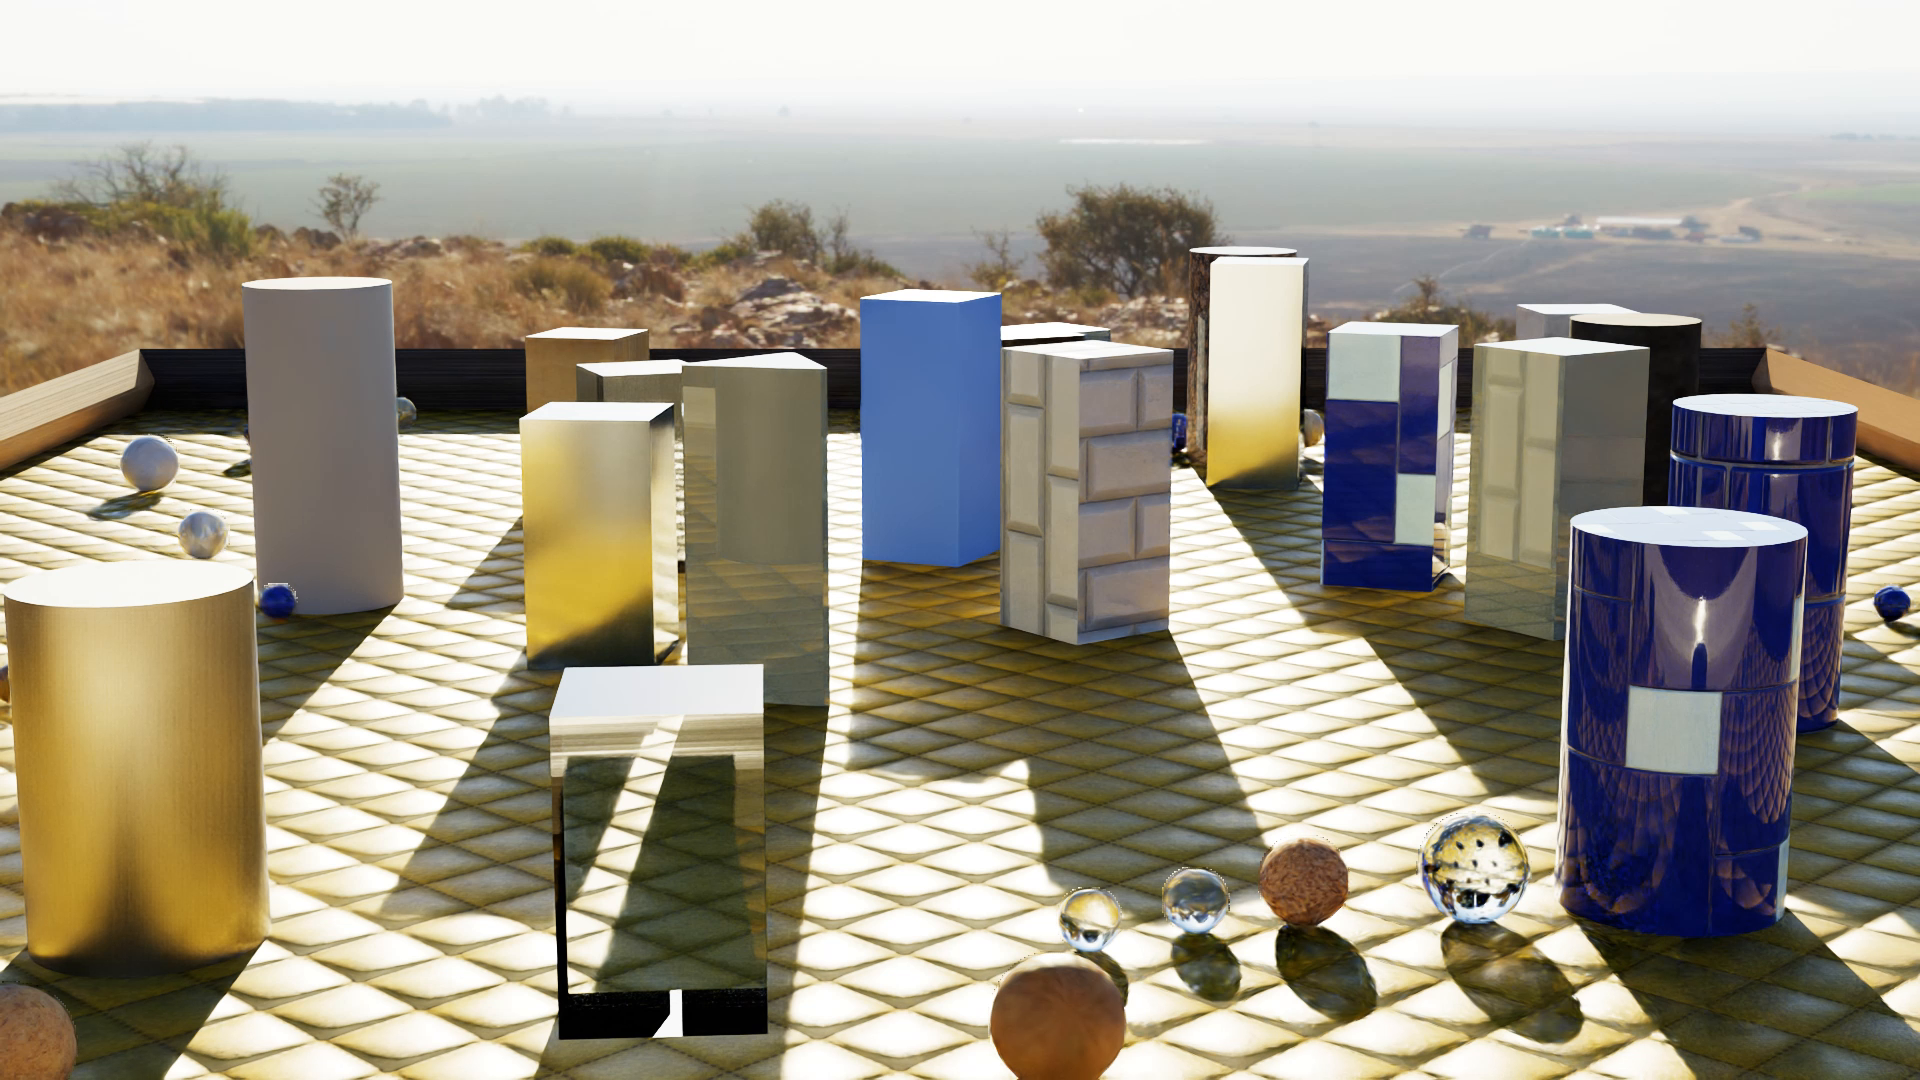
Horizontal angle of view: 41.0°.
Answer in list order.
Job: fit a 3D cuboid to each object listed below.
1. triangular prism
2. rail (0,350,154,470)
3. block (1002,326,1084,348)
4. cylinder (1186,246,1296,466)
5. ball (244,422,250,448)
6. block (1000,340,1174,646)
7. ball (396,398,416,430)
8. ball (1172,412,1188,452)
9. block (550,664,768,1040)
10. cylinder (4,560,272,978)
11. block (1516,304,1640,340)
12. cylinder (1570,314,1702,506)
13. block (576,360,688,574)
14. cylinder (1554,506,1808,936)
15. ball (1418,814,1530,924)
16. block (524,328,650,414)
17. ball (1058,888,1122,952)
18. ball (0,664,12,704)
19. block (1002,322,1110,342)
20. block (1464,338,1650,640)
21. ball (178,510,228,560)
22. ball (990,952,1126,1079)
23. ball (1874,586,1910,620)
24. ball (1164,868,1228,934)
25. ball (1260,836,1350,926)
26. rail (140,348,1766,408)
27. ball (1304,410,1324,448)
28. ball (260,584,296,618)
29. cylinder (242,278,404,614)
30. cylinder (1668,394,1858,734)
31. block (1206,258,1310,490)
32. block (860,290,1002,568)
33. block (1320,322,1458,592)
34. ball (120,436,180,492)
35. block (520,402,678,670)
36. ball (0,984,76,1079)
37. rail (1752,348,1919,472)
[{"bbox_3d":[-0.218,-0.018,3.008,0.170,0.390,0.148,2,11,13],"label":"triangular prism"},{"bbox_3d":[-1.717,0.035,3.439,0.045,0.128,4.160,0,10,0],"label":"rail"},{"bbox_3d":[0.108,-0.227,4.468,0.157,0.269,0.157,-5,12,-27],"label":"block"},{"bbox_3d":[0.521,-0.341,4.756,0.197,0.389,0.197,0,10,0],"label":"cylinder"},{"bbox_3d":[-1.302,-0.199,4.823,0.085,0.085,0.085,0,10,0],"label":"ball"},{"bbox_3d":[0.163,-0.066,3.336,0.157,0.365,0.157,-8,13,-37],"label":"block"},{"bbox_3d":[-1.132,-0.256,5.184,0.066,0.066,0.066,0,10,0],"label":"ball"},{"bbox_3d":[0.412,-0.206,4.891,0.073,0.073,0.073,0,10,0],"label":"ball"},{"bbox_3d":[-0.231,0.239,2.001,0.157,0.252,0.157,-1,11,-4],"label":"block"},{"bbox_3d":[-0.684,0.186,2.141,0.197,0.306,0.197,0,10,0],"label":"cylinder"},{"bbox_3d":[1.009,-0.213,4.219,0.157,0.334,0.157,-1,11,-4],"label":"block"},{"bbox_3d":[1.042,-0.174,3.988,0.197,0.339,0.197,0,10,0],"label":"cylinder"},{"bbox_3d":[-0.461,-0.106,3.753,0.157,0.293,0.157,-4,11,-22],"label":"block"},{"bbox_3d":[0.626,0.153,2.236,0.197,0.336,0.197,0,10,0],"label":"cylinder"},{"bbox_3d":[0.441,0.282,2.202,0.094,0.094,0.094,0,10,0],"label":"ball"},{"bbox_3d":[-0.625,-0.209,4.334,0.157,0.282,0.157,3,11,14],"label":"block"},{"bbox_3d":[0.108,0.316,2.133,0.052,0.052,0.052,0,10,0],"label":"ball"},{"bbox_3d":[-1.085,0.165,2.953,0.051,0.051,0.051,0,10,0],"label":"ball"},{"bbox_3d":[0.166,-0.265,4.726,0.157,0.250,0.157,-8,13,-36],"label":"block"},{"bbox_3d":[0.780,-0.071,3.359,0.157,0.367,0.157,-7,13,-34],"label":"block"},{"bbox_3d":[-1.128,-0.007,3.823,0.074,0.074,0.074,0,10,0],"label":"ball"},{"bbox_3d":[0.071,0.346,1.844,0.098,0.098,0.098,0,10,0],"label":"ball"},{"bbox_3d":[1.236,0.084,3.402,0.047,0.047,0.047,0,10,0],"label":"ball"},{"bbox_3d":[0.200,0.307,2.178,0.055,0.055,0.055,0,10,0],"label":"ball"},{"bbox_3d":[0.295,0.292,2.197,0.076,0.076,0.076,0,10,0],"label":"ball"},{"bbox_3d":[-0.012,-0.342,5.471,3.482,0.128,0.045,0,10,0],"label":"rail"},{"bbox_3d":[0.648,-0.209,4.830,0.074,0.074,0.074,0,10,0],"label":"ball"},{"bbox_3d":[-0.905,0.082,3.404,0.045,0.045,0.045,0,10,0],"label":"ball"},{"bbox_3d":[-0.867,-0.132,3.500,0.197,0.436,0.197,0,10,0],"label":"cylinder"},{"bbox_3d":[0.895,0.024,2.885,0.197,0.353,0.197,0,10,0],"label":"cylinder"},{"bbox_3d":[0.524,-0.294,4.504,0.157,0.389,0.157,2,11,11],"label":"block"},{"bbox_3d":[-0.042,-0.170,3.834,0.157,0.389,0.157,5,11,24],"label":"block"},{"bbox_3d":[0.612,-0.122,3.655,0.157,0.359,0.157,4,11,19],"label":"block"},{"bbox_3d":[-1.398,-0.132,4.427,0.097,0.097,0.097,0,10,0],"label":"ball"},{"bbox_3d":[-0.443,-0.007,3.173,0.157,0.308,0.157,1,11,4],"label":"block"},{"bbox_3d":[-0.669,0.358,1.803,0.091,0.091,0.091,0,10,0],"label":"ball"},{"bbox_3d":[1.717,0.031,3.459,0.045,0.128,4.160,0,10,0],"label":"rail"}]
